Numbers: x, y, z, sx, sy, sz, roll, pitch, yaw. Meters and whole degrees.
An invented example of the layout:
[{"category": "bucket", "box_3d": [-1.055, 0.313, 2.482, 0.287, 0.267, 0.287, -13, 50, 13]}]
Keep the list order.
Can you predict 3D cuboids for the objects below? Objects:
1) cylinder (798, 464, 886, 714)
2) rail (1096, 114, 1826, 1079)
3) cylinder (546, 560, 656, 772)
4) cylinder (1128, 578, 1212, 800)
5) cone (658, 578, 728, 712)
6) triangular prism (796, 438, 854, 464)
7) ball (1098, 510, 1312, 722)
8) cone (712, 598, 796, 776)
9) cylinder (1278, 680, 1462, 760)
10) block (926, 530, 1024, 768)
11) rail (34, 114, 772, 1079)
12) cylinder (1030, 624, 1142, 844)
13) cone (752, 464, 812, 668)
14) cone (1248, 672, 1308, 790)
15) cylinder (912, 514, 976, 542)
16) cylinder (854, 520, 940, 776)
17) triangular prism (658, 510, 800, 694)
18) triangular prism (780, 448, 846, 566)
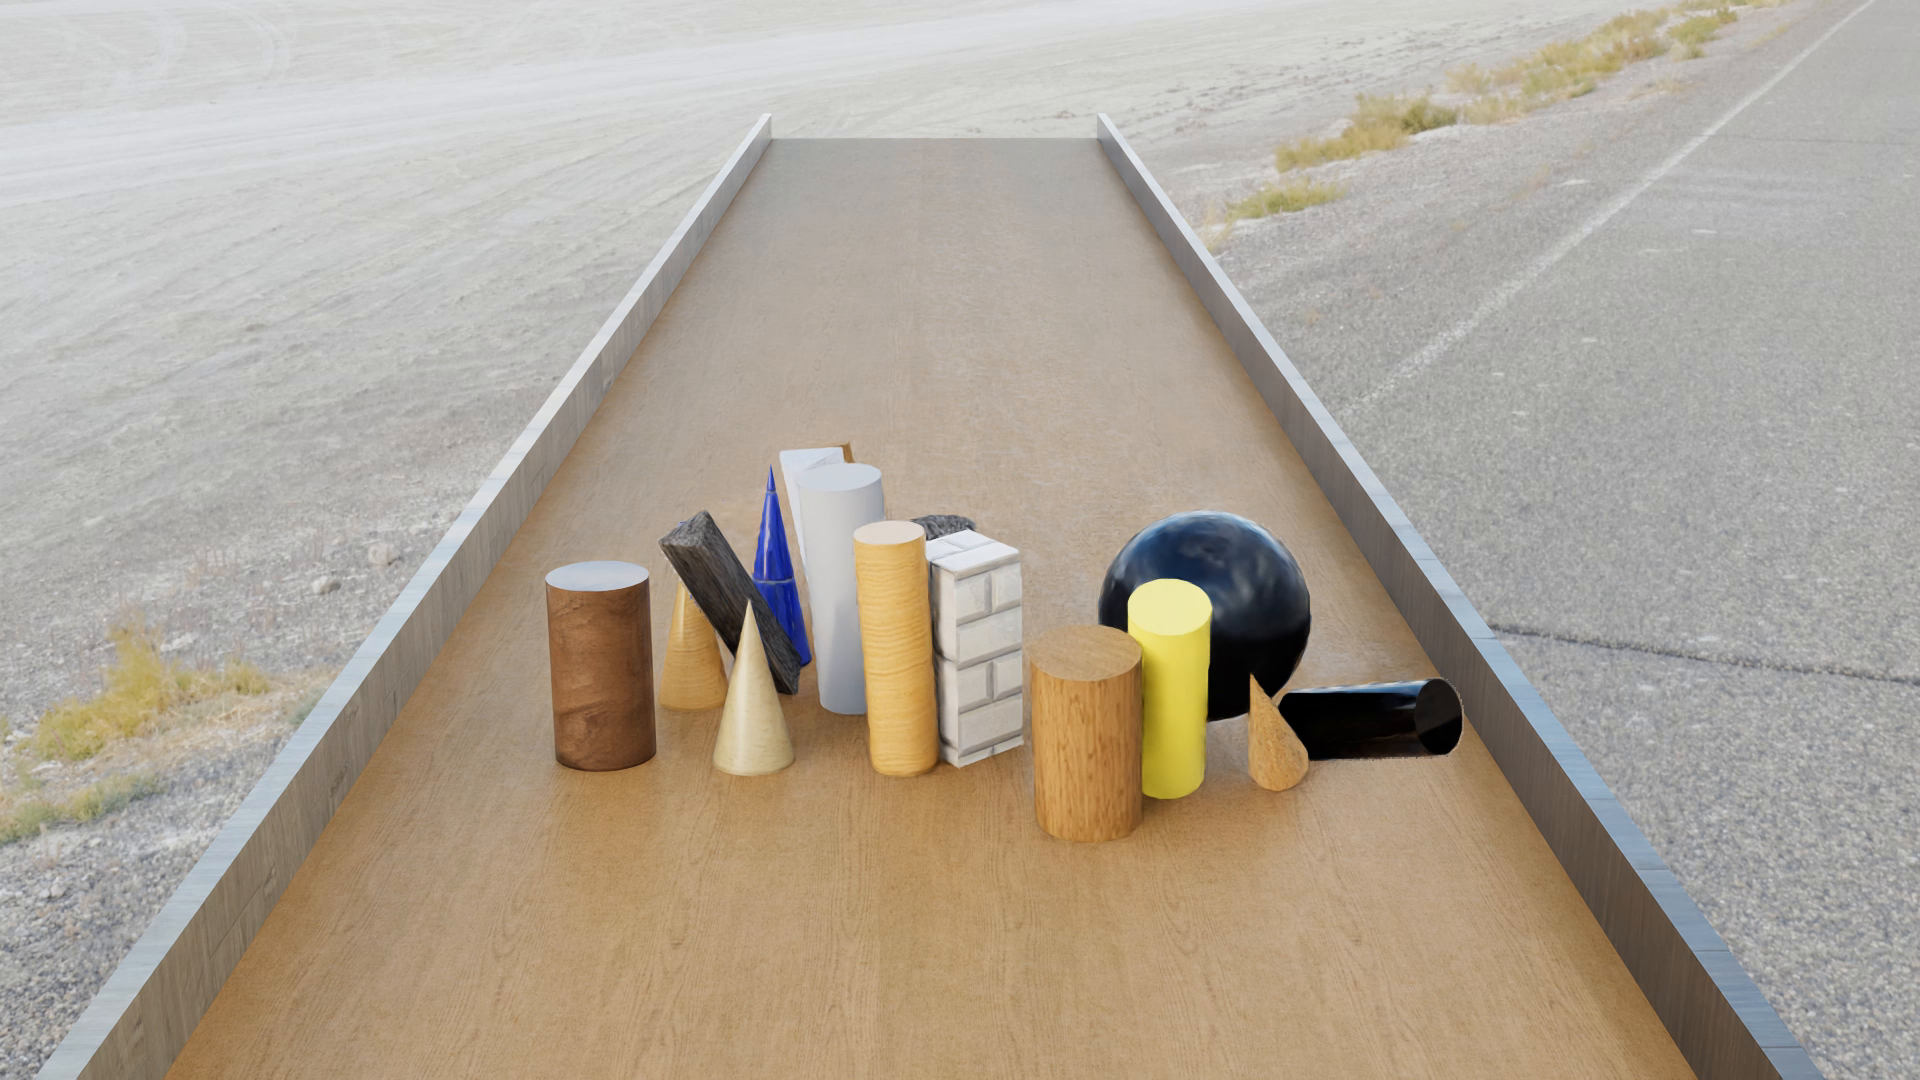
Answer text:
[{"category": "cylinder", "box_3d": [-0.206, 0.092, 4.113, 0.155, 0.445, 0.155, -4, 21, 1]}, {"category": "rail", "box_3d": [0.932, -0.844, 7.801, 0.050, 0.150, 12.000, 0, 17, -1]}, {"category": "cylinder", "box_3d": [-0.635, 0.222, 3.897, 0.180, 0.333, 0.180, 0, 17, 0]}, {"category": "cylinder", "box_3d": [0.346, 0.252, 3.667, 0.135, 0.385, 0.135, -2, 41, 2]}, {"category": "cone", "box_3d": [-0.507, 0.138, 4.157, 0.141, 0.344, 0.141, 0, 17, 0]}, {"category": "triangular prism", "box_3d": [-0.279, -0.046, 4.724, 0.138, 0.348, 0.119, -18, 23, -13]}, {"category": "ball", "box_3d": [0.431, 0.133, 3.886, 0.376, 0.376, 0.376, 0, 17, 0]}, {"category": "cone", "box_3d": [-0.367, 0.246, 3.870, 0.149, 0.303, 0.149, 0, 17, 0]}, {"category": "cylinder", "box_3d": [0.702, 0.312, 3.790, 0.128, 0.128, 0.305, -15, 4, -41]}, {"category": "block", "box_3d": [0.006, 0.191, 3.908, 0.148, 0.372, 0.148, -17, 25, -35]}, {"category": "rail", "box_3d": [-1.118, -0.838, 7.780, 0.050, 0.150, 12.000, 0, 17, -1]}, {"category": "cylinder", "box_3d": [0.207, 0.315, 3.578, 0.178, 0.307, 0.178, -2, 28, 1]}, {"category": "cone", "box_3d": [-0.370, 0.045, 4.358, 0.145, 0.409, 0.145, 0, 17, 0]}, {"category": "cone", "box_3d": [0.506, 0.297, 3.647, 0.106, 0.106, 0.367, 6, -26, 19]}, {"category": "cylinder", "box_3d": [-0.032, 0.151, 4.048, 0.127, 0.376, 0.127, 0, 19, 0]}, {"category": "cylinder", "box_3d": [-0.108, 0.190, 3.818, 0.122, 0.431, 0.122, -3, 20, 1]}, {"category": "triangular prism", "box_3d": [-0.411, 0.117, 4.131, 0.106, 0.400, 0.092, 5, 48, 38]}, {"category": "triangular prism", "box_3d": [-0.302, -0.012, 4.605, 0.119, 0.359, 0.137, 13, 33, 43]}]
